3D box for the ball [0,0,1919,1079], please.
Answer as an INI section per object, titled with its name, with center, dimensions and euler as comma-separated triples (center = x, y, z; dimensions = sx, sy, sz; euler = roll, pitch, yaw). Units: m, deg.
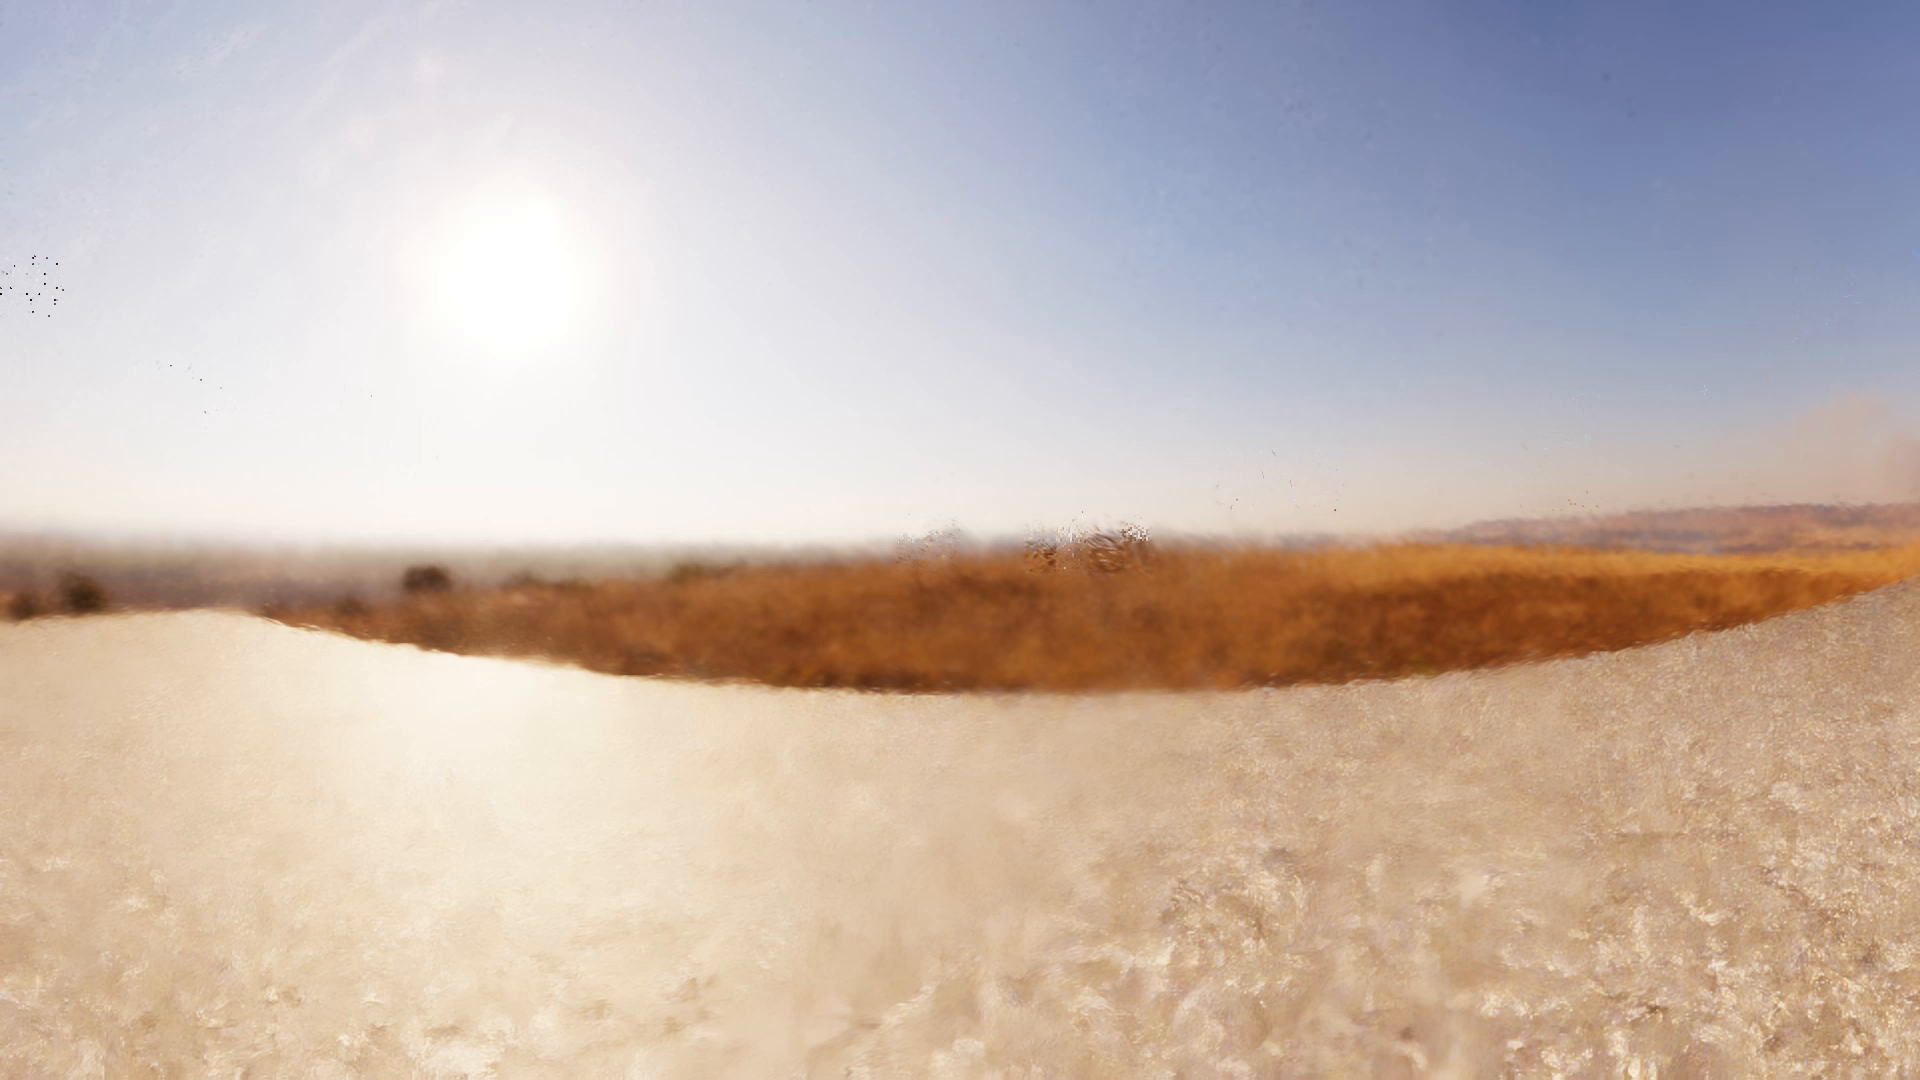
[ball]
center = 0.000, -0.002, 0.056
dimensions = 0.080, 0.080, 0.080
euler = 0, 4, 0
